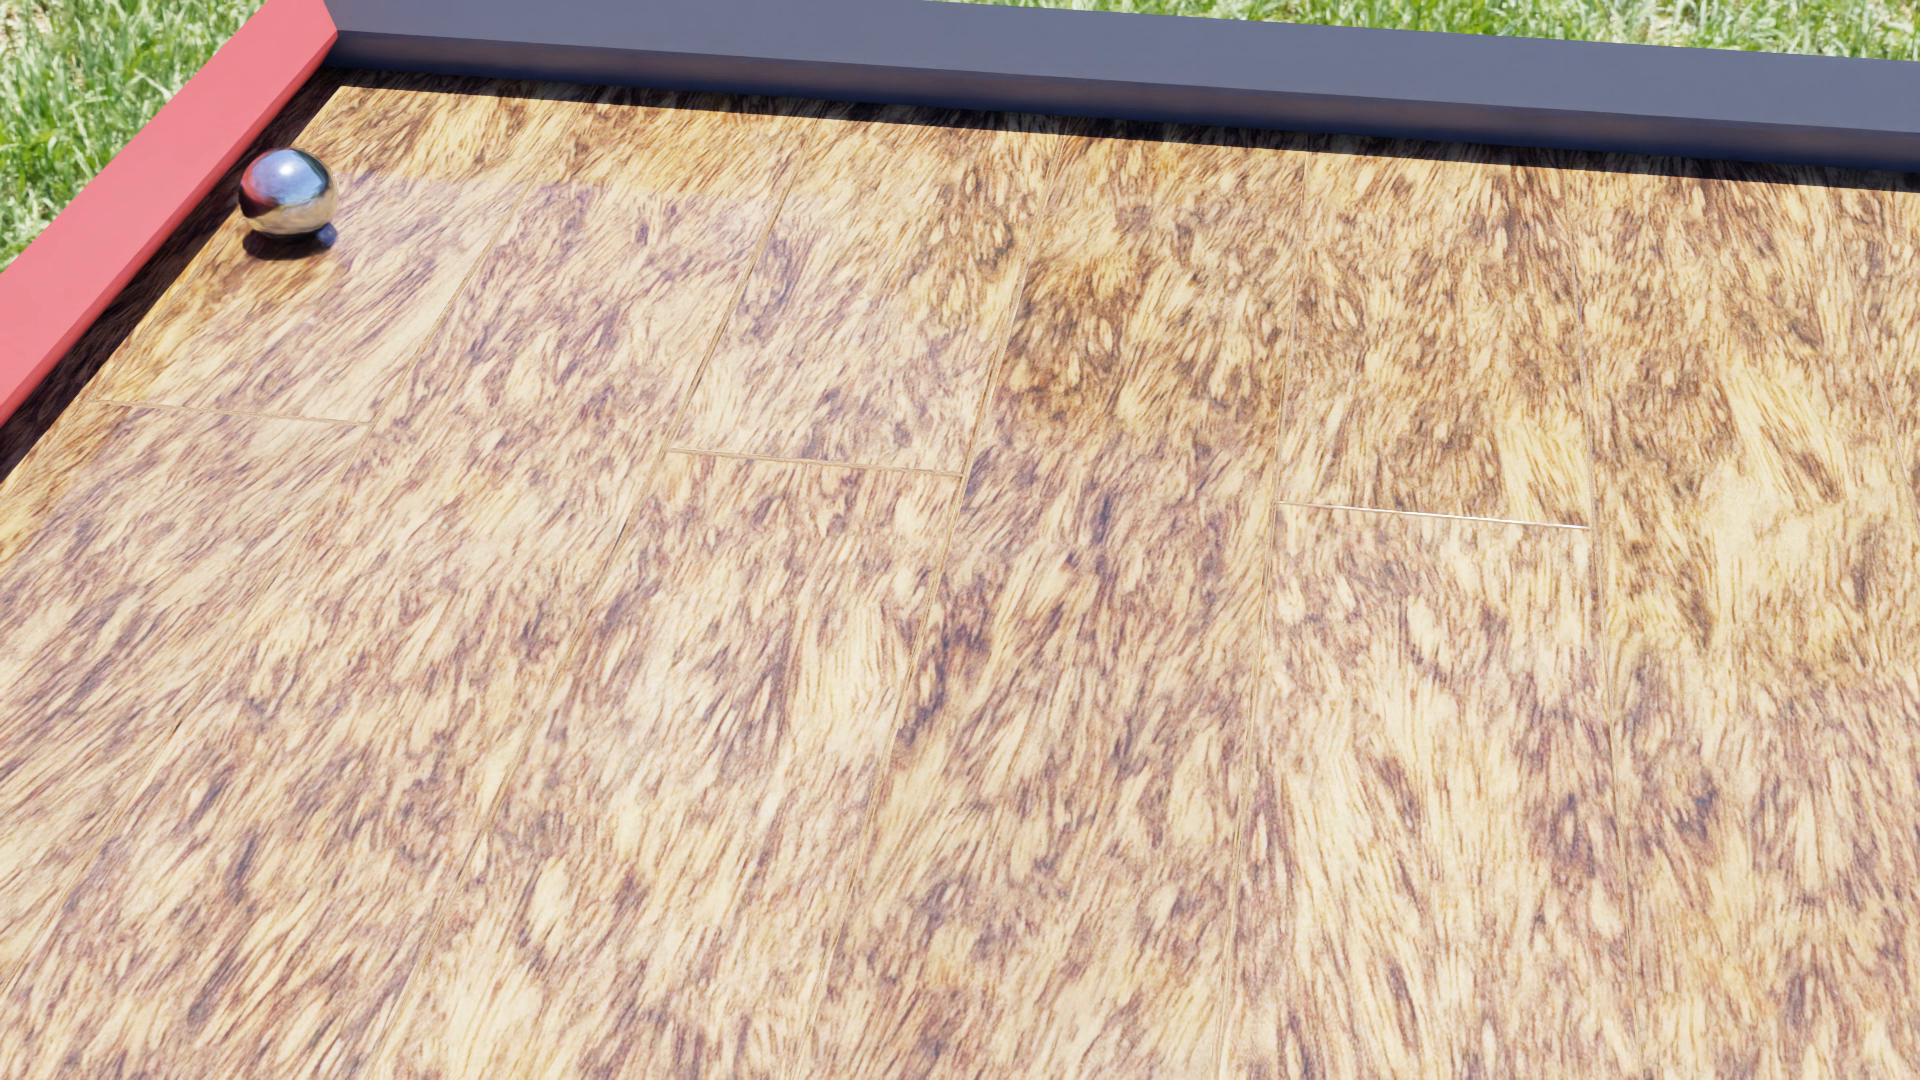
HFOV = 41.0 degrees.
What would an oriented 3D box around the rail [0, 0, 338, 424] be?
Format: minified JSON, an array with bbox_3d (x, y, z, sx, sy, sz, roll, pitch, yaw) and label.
[{"bbox_3d":[-0.793,-0.083,2.016,0.045,0.115,1.691,5,35,7],"label":"rail"}]

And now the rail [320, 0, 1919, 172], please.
[{"bbox_3d":[0.944,-0.398,2.478,3.306,0.115,0.045,5,35,7],"label":"rail"}]

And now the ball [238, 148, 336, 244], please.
[{"bbox_3d":[-0.626,-0.320,2.389,0.088,0.088,0.088,0,34,0],"label":"ball"}]
